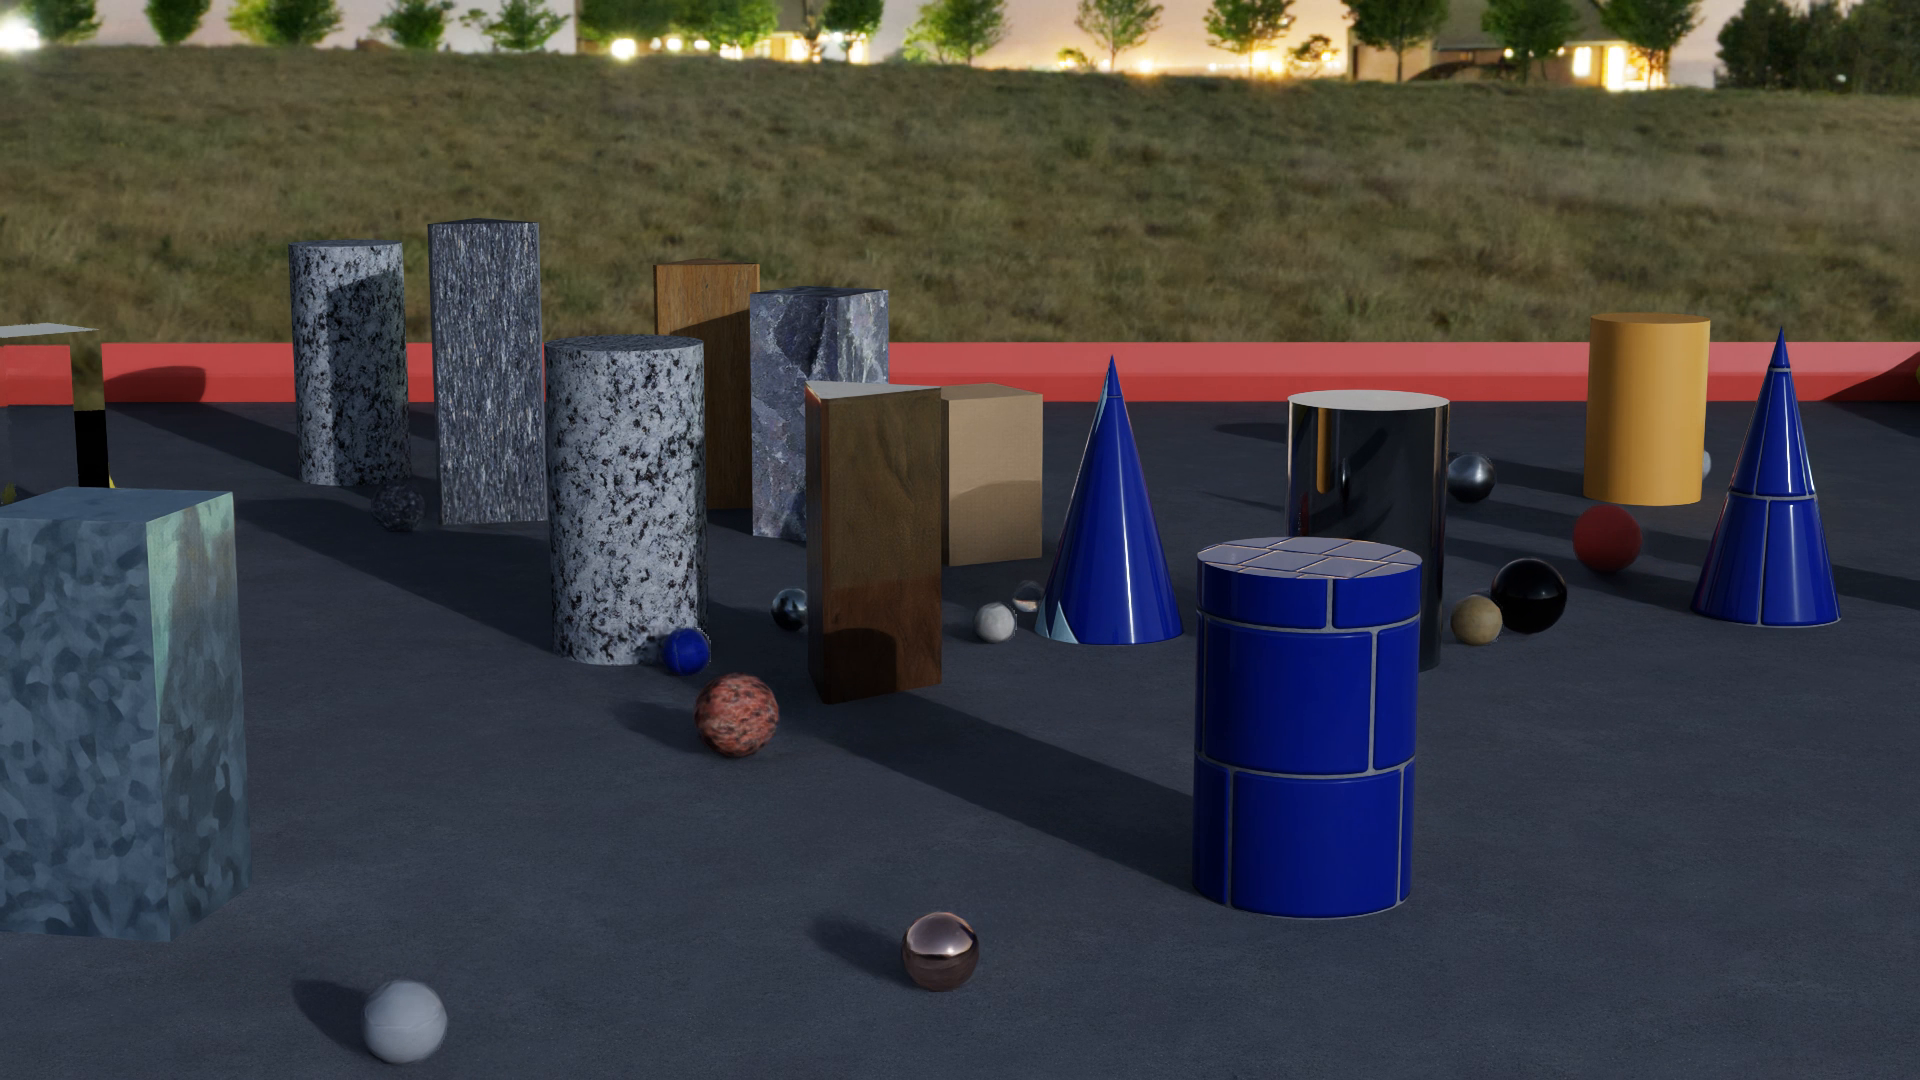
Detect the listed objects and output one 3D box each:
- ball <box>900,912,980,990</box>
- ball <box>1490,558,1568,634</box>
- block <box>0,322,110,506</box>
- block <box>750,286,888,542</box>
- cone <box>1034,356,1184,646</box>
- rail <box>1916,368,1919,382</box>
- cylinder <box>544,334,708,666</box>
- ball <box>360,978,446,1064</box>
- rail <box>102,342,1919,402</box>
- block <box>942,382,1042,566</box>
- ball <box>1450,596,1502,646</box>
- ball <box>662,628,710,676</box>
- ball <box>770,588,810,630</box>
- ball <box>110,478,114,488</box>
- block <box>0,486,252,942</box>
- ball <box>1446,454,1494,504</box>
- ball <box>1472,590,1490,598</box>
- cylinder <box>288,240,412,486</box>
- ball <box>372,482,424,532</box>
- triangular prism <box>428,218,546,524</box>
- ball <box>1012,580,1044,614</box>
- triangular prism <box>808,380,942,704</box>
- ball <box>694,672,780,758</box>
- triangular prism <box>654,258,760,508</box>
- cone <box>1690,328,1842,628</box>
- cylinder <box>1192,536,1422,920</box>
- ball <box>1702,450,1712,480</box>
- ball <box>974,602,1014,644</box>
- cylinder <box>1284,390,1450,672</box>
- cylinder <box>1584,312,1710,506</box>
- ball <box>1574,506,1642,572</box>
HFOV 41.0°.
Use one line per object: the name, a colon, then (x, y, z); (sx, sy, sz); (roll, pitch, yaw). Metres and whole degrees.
ball: (-0.016, 0.327, 2.043); (0.063, 0.063, 0.063); (0, 11, 0)
ball: (0.736, 0.072, 3.322); (0.098, 0.098, 0.098); (0, 11, 0)
block: (-1.424, -0.159, 3.943); (0.157, 0.327, 0.157); (9, 14, 41)
block: (-0.218, -0.199, 4.014); (0.157, 0.379, 0.157); (6, 12, 28)
cone: (0.195, -0.061, 3.321); (0.196, 0.361, 0.196); (0, 11, 0)
rail: (2.110, 0.031, 3.461); (0.045, 0.127, 4.385); (0, 11, 0)
cylinder: (-0.416, -0.054, 3.211); (0.196, 0.387, 0.196); (0, 11, 0)
ball: (-0.411, 0.355, 1.893); (0.062, 0.062, 0.062); (0, 11, 0)
rail: (-0.012, -0.363, 5.581); (4.268, 0.127, 0.045); (0, 11, 0)
block: (0.017, -0.101, 3.851); (0.157, 0.246, 0.157); (-6, 12, -28)
ball: (0.655, 0.102, 3.252); (0.065, 0.065, 0.065); (0, 11, 0)
ball: (-0.332, 0.135, 3.097); (0.057, 0.057, 0.057); (0, 11, 0)
ball: (-0.218, 0.090, 3.342); (0.056, 0.056, 0.056); (0, 11, 0)
ball: (-1.420, -0.079, 4.174); (0.084, 0.084, 0.084); (0, 11, 0)
block: (-0.727, 0.145, 2.214); (0.157, 0.358, 0.157); (2, 11, 10)
ball: (0.857, -0.103, 4.310); (0.082, 0.082, 0.082); (0, 11, 0)
ball: (0.692, 0.087, 3.396); (0.041, 0.041, 0.041); (0, 11, 0)
cylinder: (-1.081, -0.318, 4.552); (0.196, 0.417, 0.196); (0, 11, 0)
ball: (-0.885, -0.052, 4.041); (0.081, 0.081, 0.081); (0, 11, 0)
triangular prism: (-0.770, -0.277, 4.161); (0.170, 0.479, 0.147); (-3, 11, -14)
ball: (0.093, 0.076, 3.447); (0.045, 0.045, 0.045); (0, 11, 0)
triangular prism: (-0.134, -0.005, 3.034); (0.170, 0.355, 0.147); (-9, 14, -39)
ball: (-0.238, 0.186, 2.730); (0.090, 0.090, 0.090); (0, 11, 0)
triangular prism: (-0.425, -0.264, 4.297); (0.170, 0.404, 0.147); (-2, 11, -8)
cone: (1.084, -0.093, 3.420); (0.196, 0.388, 0.196); (0, 11, 0)
cylinder: (0.307, 0.162, 2.282); (0.196, 0.300, 0.196); (0, 11, 0)
ball: (1.279, -0.134, 4.499); (0.074, 0.074, 0.074); (0, 11, 0)
ball: (0.044, 0.106, 3.270); (0.052, 0.052, 0.052); (0, 11, 0)
cylinder: (0.498, -0.012, 3.159); (0.196, 0.323, 0.196); (0, 11, 0)
cylinder: (1.166, -0.225, 4.359); (0.196, 0.305, 0.196); (0, 11, 0)
ball: (0.940, -0.001, 3.720); (0.097, 0.097, 0.097); (0, 11, 0)
